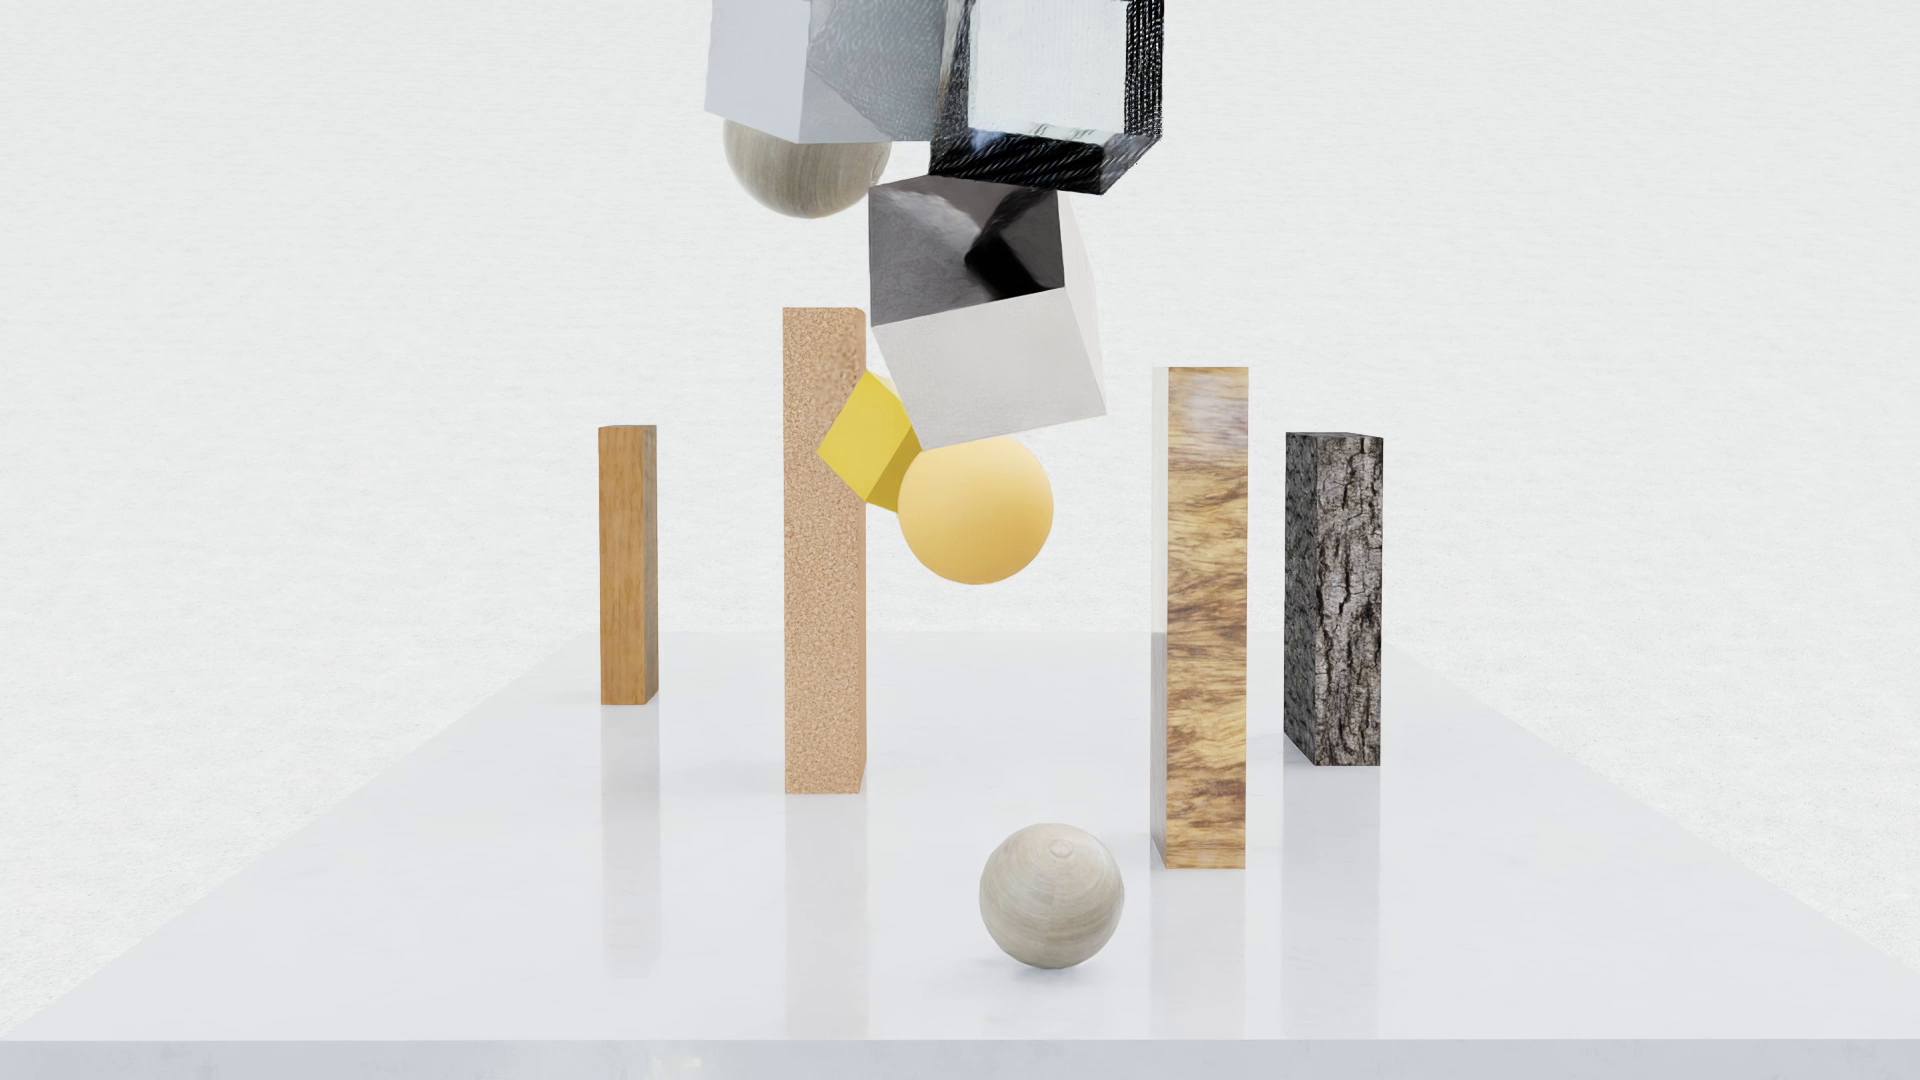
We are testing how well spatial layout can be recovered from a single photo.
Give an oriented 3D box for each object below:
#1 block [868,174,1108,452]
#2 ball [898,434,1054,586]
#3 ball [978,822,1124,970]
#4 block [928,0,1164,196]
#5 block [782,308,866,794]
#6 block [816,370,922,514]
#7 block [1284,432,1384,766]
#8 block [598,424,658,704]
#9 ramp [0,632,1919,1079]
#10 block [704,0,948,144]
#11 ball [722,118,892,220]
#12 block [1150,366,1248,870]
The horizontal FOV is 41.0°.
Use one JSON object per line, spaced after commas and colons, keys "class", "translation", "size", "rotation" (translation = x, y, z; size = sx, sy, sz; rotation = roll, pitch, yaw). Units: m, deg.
{"class": "block", "translation": [0.025, -0.216, 2.314], "size": [0.172, 0.172, 0.172], "rotation": [-11, 51, 10]}
{"class": "ball", "translation": [0.016, -0.034, 2.624], "size": [0.160, 0.160, 0.160], "rotation": [0, 20, 0]}
{"class": "ball", "translation": [0.101, 0.393, 2.838], "size": [0.161, 0.161, 0.161], "rotation": [0, 20, 0]}
{"class": "block", "translation": [0.072, -0.401, 2.182], "size": [0.158, 0.158, 0.158], "rotation": [5, -11, -14]}
{"class": "block", "translation": [-0.217, 0.007, 4.171], "size": [0.115, 0.758, 0.365], "rotation": [0, 4, 0]}
{"class": "block", "translation": [-0.068, -0.105, 2.941], "size": [0.114, 0.114, 0.114], "rotation": [20, 17, -44]}
{"class": "block", "translation": [0.648, 0.091, 4.483], "size": [0.110, 0.549, 0.412], "rotation": [0, 4, 0]}
{"class": "block", "translation": [-0.669, 0.045, 5.192], "size": [0.088, 0.550, 0.240], "rotation": [0, 4, 0]}
{"class": "ramp", "translation": [0.046, 0.413, 4.536], "size": [2.000, 0.100, 4.000], "rotation": [0, 4, 0]}
{"class": "block", "translation": [-0.115, -0.425, 2.199], "size": [0.142, 0.142, 0.142], "rotation": [-8, 23, -38]}
{"class": "ball", "translation": [-0.147, -0.391, 2.468], "size": [0.164, 0.164, 0.164], "rotation": [0, 20, 0]}
{"class": "block", "translation": [0.326, 0.096, 3.524], "size": [0.106, 0.665, 0.279], "rotation": [0, 4, 0]}
